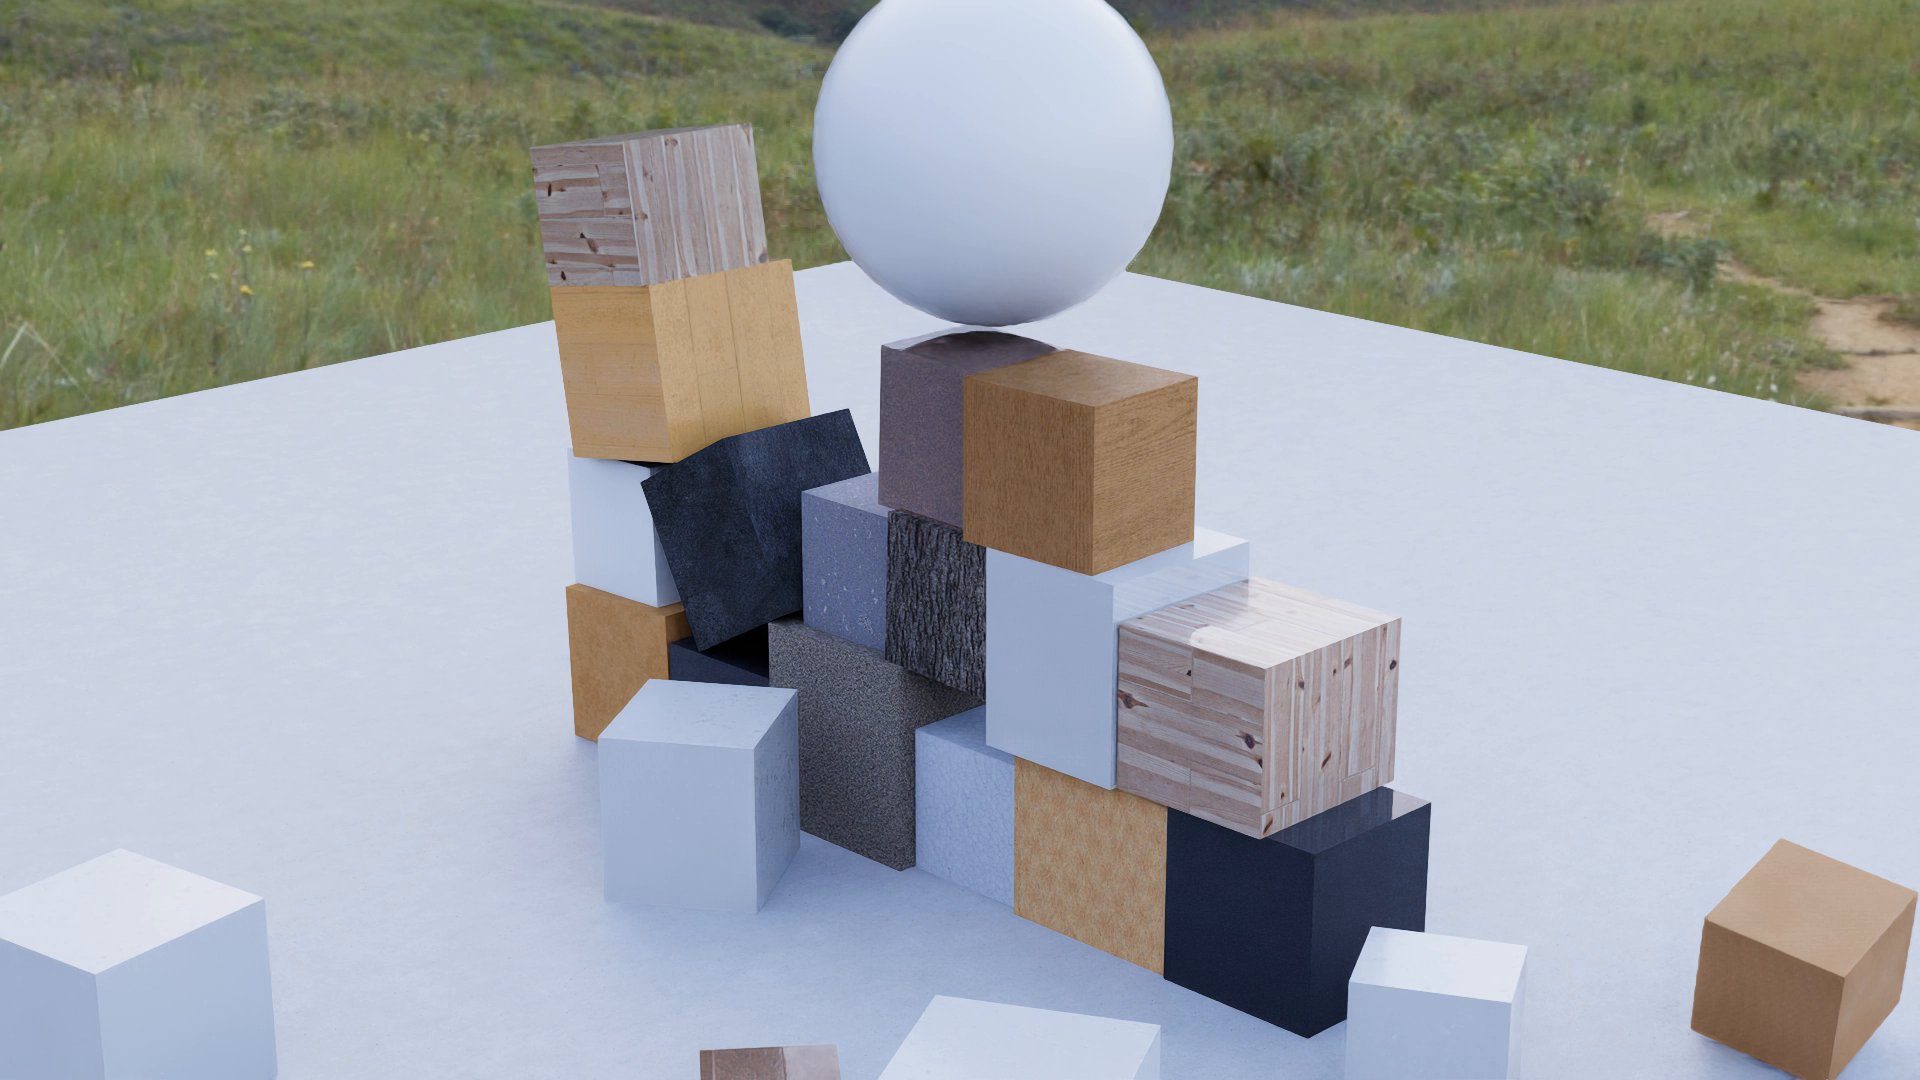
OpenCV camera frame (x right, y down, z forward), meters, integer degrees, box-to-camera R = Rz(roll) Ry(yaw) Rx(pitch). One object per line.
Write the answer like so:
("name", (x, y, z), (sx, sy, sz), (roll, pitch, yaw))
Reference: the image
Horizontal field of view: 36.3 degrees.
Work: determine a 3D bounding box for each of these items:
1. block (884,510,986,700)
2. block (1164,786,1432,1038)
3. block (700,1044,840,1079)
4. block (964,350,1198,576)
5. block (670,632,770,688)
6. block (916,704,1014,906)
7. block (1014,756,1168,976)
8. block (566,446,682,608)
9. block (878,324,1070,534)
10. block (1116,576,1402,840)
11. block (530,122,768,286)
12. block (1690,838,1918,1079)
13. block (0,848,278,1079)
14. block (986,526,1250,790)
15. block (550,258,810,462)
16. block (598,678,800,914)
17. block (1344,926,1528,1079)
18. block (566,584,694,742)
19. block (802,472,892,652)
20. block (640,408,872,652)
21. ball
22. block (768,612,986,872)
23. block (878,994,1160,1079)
("block", (0.164, 0.218, 13.182), (0.713, 0.709, 0.686), (-17, 26, -42))
("block", (1.410, 1.474, 12.301), (0.771, 0.811, 0.778), (-17, 24, -42))
("block", (-0.666, 2.188, 10.431), (0.494, 0.571, 0.546), (-2, 18, -6))
("block", (0.512, -0.345, 12.527), (0.728, 0.728, 0.678), (15, 23, 40))
("block", (-0.875, 0.832, 14.519), (0.736, 0.707, 0.816), (17, 24, 42))
("block", (0.266, 1.186, 13.436), (0.659, 0.680, 0.670), (-17, 24, -42))
("block", (0.833, 1.292, 12.893), (0.893, 0.804, 0.787), (17, 24, 42))
("block", (-1.501, -0.138, 14.888), (0.672, 0.713, 0.672), (-16, 22, -42))
("block", (0.064, -0.499, 13.035), (0.606, 0.739, 0.590), (19, 26, 41))
("block", (1.247, 0.681, 12.255), (0.889, 0.730, 0.775), (-17, 24, -42))
("block", (-1.521, -1.639, 14.344), (0.748, 0.682, 0.836), (-15, 13, -38))
("block", (3.372, 1.685, 11.723), (0.591, 0.565, 0.664), (22, 38, 34))
("block", (-3.281, 1.781, 11.410), (0.847, 0.760, 0.819), (12, 21, 33))
("block", (0.681, 0.449, 12.724), (0.871, 0.905, 0.735), (-17, 24, -42))
("block", (-1.377, -0.901, 14.519), (0.890, 0.856, 0.799), (-16, 14, -42))
("block", (-1.175, 1.155, 13.359), (0.711, 0.786, 0.767), (3, 18, 11))
("block", (1.851, 1.896, 11.394), (0.614, 0.550, 0.518), (5, 18, 16))
("block", (-1.436, 0.605, 15.037), (0.787, 0.801, 0.804), (14, 22, 43))
("block", (-0.308, 0.094, 13.649), (0.569, 0.649, 0.638), (-17, 24, -42))
("block", (-0.905, -0.049, 14.271), (0.797, 0.880, 0.732), (-16, -5, -42))
("ball", (0.144, -1.742, 12.945), (1.600, 1.600, 1.600), (0, 17, 0))
("block", (-0.287, 0.868, 13.926), (0.848, 0.994, 0.890), (-17, 24, -42))
("block", (0.185, 2.167, 10.178), (0.831, 0.763, 0.878), (5, 18, 16))
